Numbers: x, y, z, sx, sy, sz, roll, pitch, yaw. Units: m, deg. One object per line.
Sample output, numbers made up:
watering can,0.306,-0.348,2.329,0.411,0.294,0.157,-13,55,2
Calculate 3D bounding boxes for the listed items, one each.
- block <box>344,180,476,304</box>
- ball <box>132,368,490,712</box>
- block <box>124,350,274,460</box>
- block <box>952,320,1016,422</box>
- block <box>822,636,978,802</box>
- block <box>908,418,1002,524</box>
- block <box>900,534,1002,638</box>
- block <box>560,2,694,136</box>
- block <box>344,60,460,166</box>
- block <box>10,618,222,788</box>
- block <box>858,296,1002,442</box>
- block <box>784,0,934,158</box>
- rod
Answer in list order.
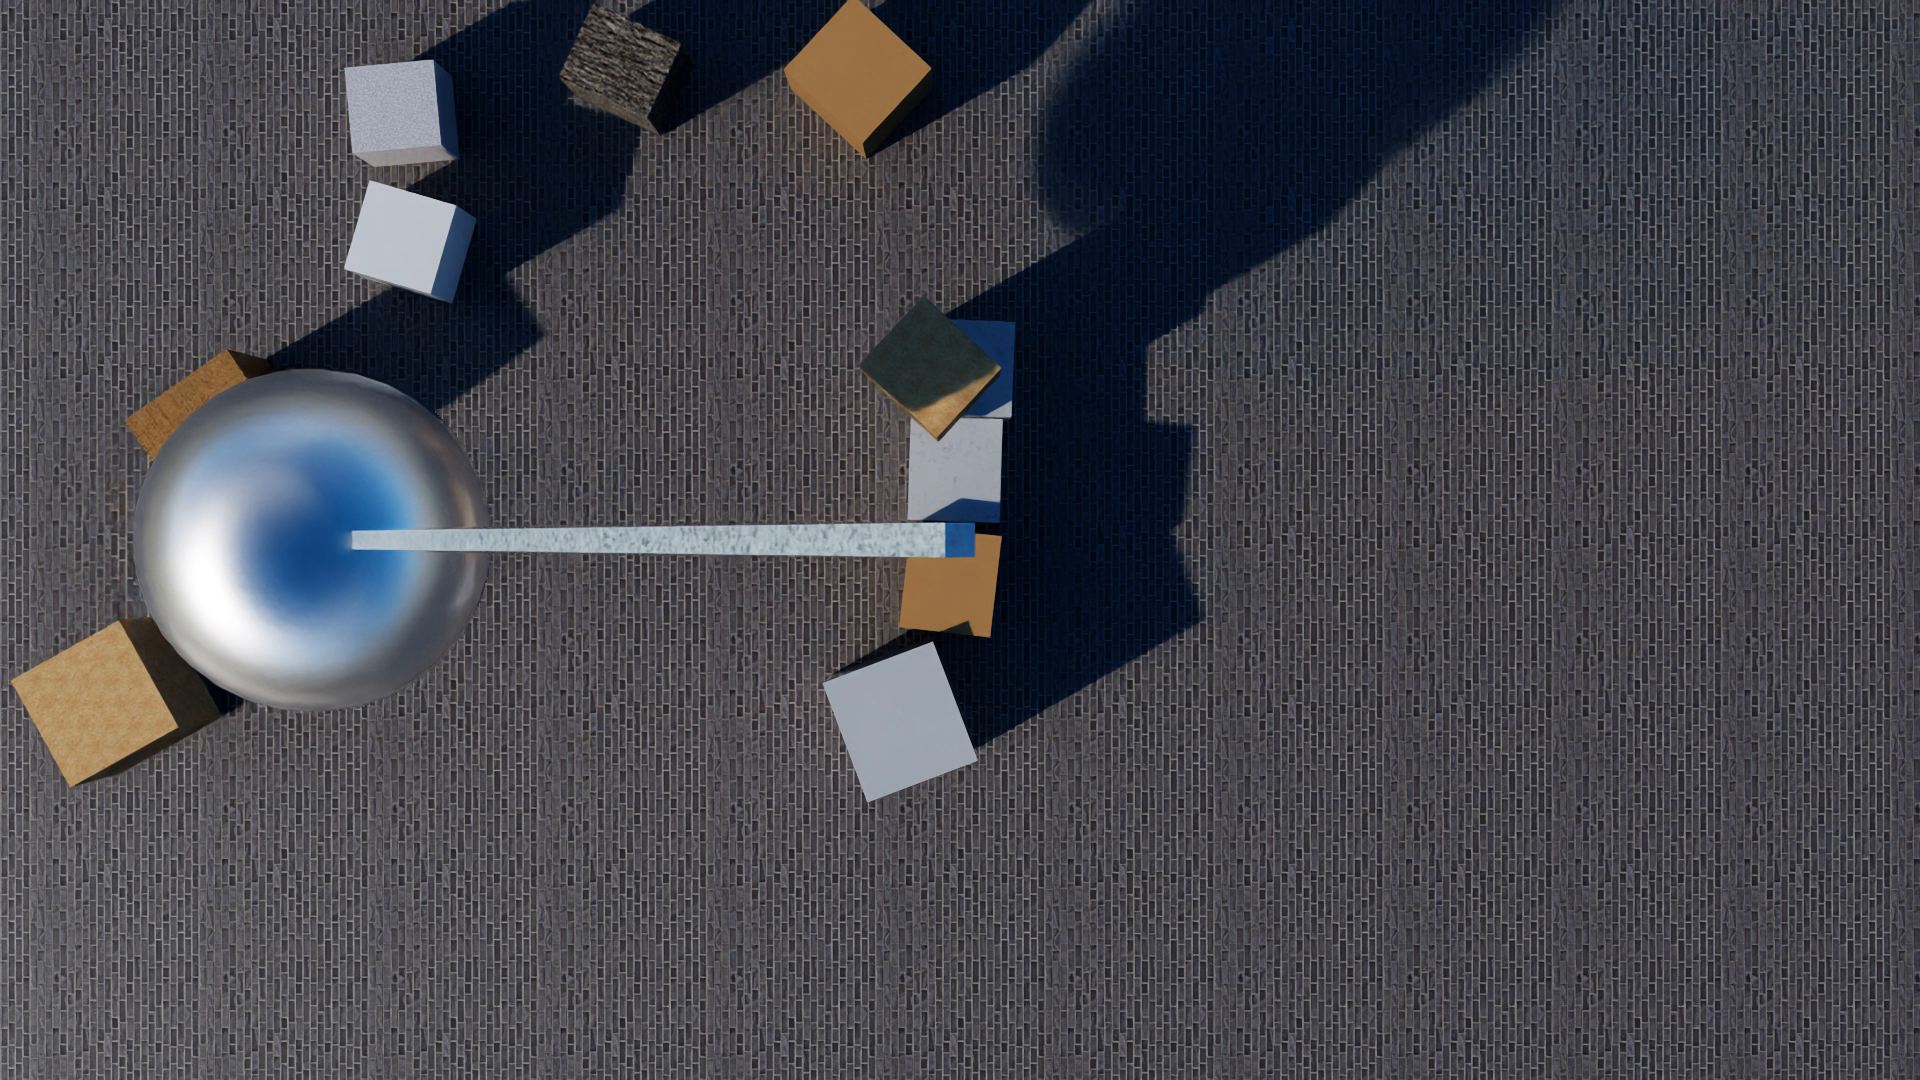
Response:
block,-3.174,-1.718,12.733,0.511,0.533,0.523,16,90,0
ball,-3.004,0.000,10.252,1.600,1.600,1.600,0,90,0
block,-4.192,-0.582,12.657,0.698,0.685,0.704,-35,90,0
block,0.025,-0.971,12.687,0.552,0.626,0.535,2,90,0
block,-0.334,1.015,12.636,0.658,0.728,0.711,-21,90,0
block,-0.028,-0.402,12.767,0.524,0.467,0.591,2,90,0
block,-0.054,0.234,12.690,0.516,0.621,0.574,7,90,0
block,-1.920,-2.713,12.714,0.553,0.573,0.462,25,90,0
block,-3.233,-2.472,12.768,0.508,0.465,0.490,-5,90,0
block,-4.827,0.914,12.632,0.691,0.735,0.683,-29,90,0
block,-0.159,-0.929,12.067,0.570,0.613,0.509,43,90,0
block,-0.580,-2.670,12.734,0.612,0.532,0.579,43,90,0
rod,-1.302,0.000,7.309,0.080,5.200,0.080,0,90,-30
